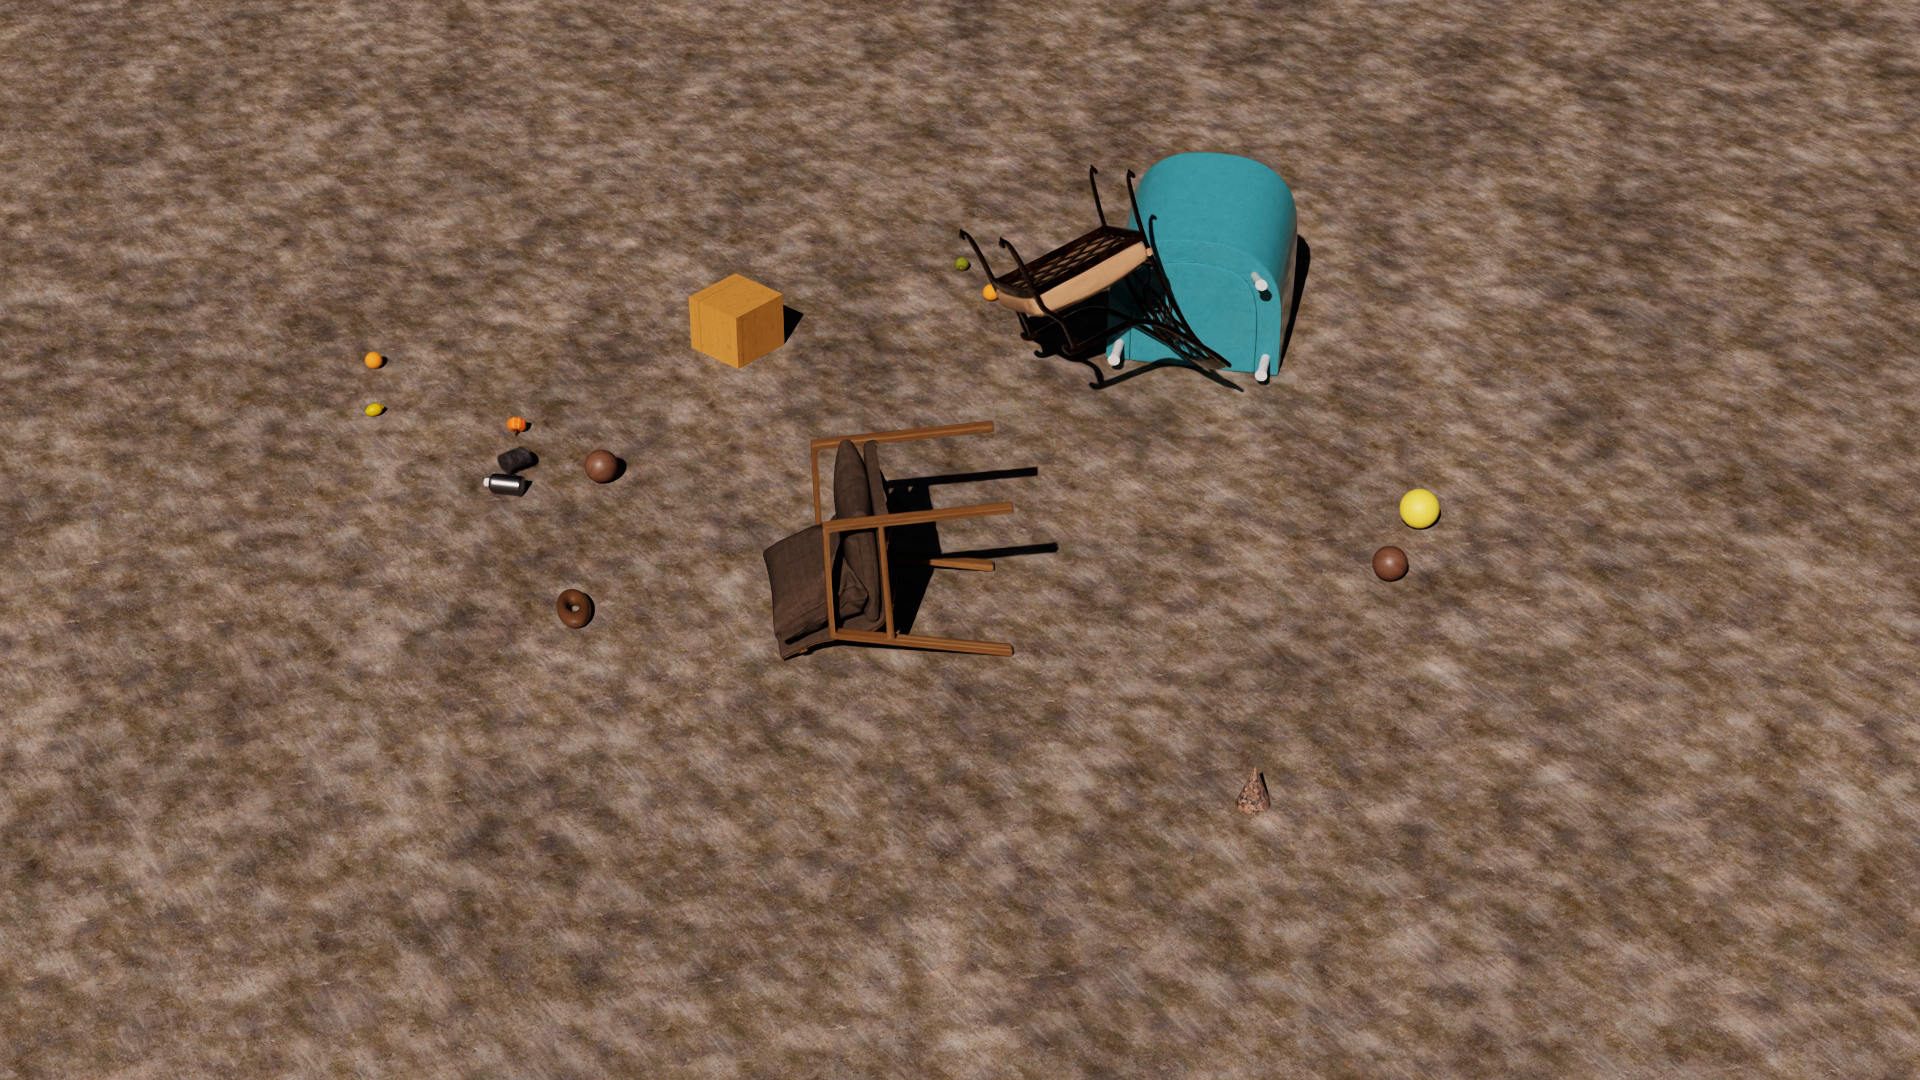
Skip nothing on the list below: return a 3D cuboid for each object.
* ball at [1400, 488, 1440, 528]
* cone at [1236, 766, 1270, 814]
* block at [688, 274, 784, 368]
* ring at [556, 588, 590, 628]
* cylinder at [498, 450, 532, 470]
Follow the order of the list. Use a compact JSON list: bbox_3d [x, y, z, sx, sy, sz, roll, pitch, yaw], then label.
[{"bbox_3d":[1.722,-0.118,10.986,0.150,0.150,0.150,0,33,0],"label":"ball"},{"bbox_3d":[0.962,0.800,9.587,0.118,0.158,0.105,-3,34,-5],"label":"cone"},{"bbox_3d":[-0.921,-0.904,12.100,0.273,0.238,0.271,26,41,33],"label":"block"},{"bbox_3d":[-1.387,0.245,10.525,0.122,0.053,0.222,-9,34,-11],"label":"ring"},{"bbox_3d":[-1.722,-0.309,11.345,0.096,0.075,0.096,5,10,39],"label":"cylinder"}]
